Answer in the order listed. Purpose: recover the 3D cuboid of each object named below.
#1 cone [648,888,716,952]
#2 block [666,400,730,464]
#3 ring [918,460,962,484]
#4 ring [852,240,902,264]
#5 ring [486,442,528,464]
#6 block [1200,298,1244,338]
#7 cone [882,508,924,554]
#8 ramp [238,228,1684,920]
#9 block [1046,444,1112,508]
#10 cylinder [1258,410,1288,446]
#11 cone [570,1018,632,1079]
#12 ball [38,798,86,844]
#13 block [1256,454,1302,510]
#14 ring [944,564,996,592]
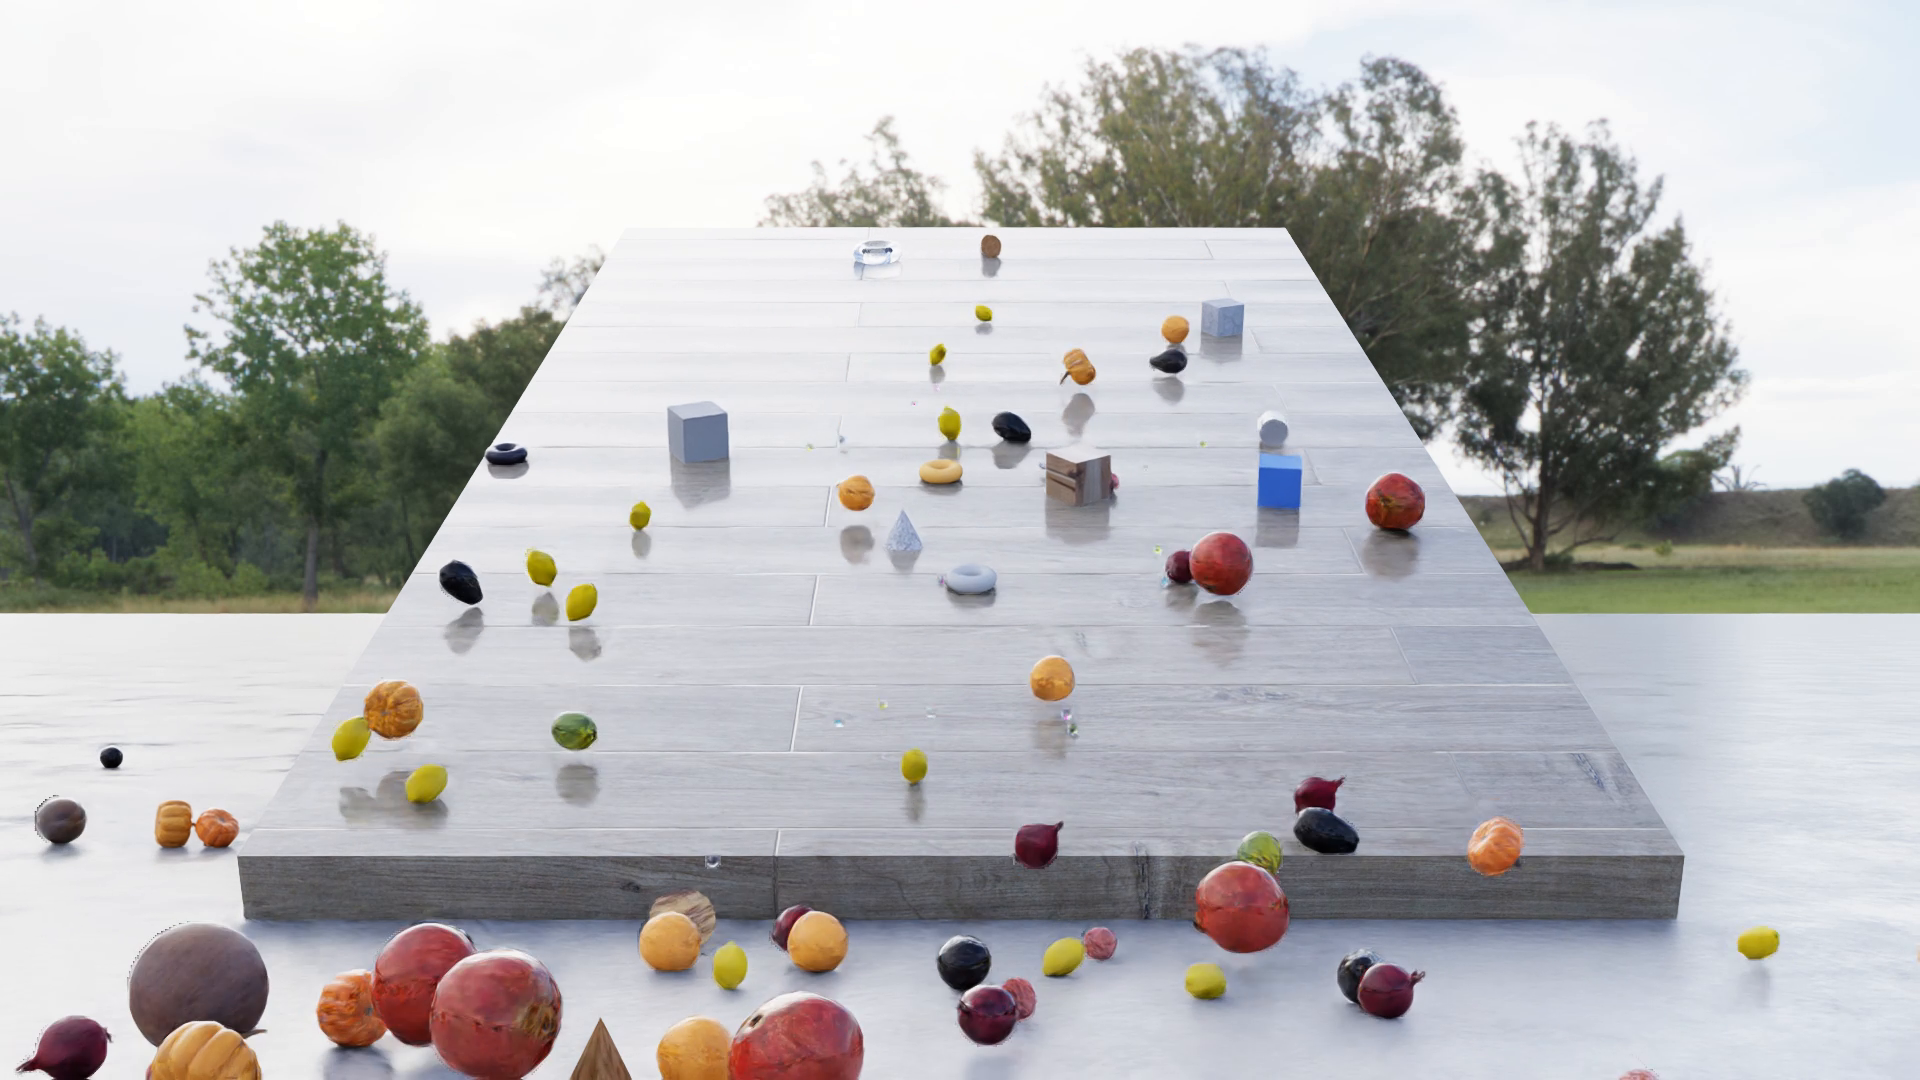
[{"bbox_3d":[-0.359,0.504,2.925,0.085,0.085,0.085,0,-29,-9],"label":"cone"},{"bbox_3d":[-0.553,-0.227,4.788,0.100,0.100,0.100,-10,22,-25],"label":"block"},{"bbox_3d":[-0.039,-0.140,4.655,0.092,0.031,0.092,-1,21,0],"label":"ring"},{"bbox_3d":[-0.235,-0.821,6.477,0.143,0.048,0.143,-1,21,0],"label":"ring"},{"bbox_3d":[-0.951,-0.181,4.763,0.088,0.029,0.088,-1,21,0],"label":"ring"},{"bbox_3d":[0.663,-0.562,5.735,0.077,0.077,0.077,-10,22,-25],"label":"block"},{"bbox_3d":[-0.108,-0.025,4.272,0.078,0.078,0.078,0,20,0],"label":"cone"},{"bbox_3d":[-0.005,-0.209,5.029,2.000,0.100,4.000,0,20,0],"label":"ramp"},{"bbox_3d":[0.236,-0.130,4.540,0.091,0.091,0.091,-15,25,-35],"label":"block"},{"bbox_3d":[0.673,-0.240,4.886,0.060,0.060,0.060,0,20,3],"label":"cylinder"},{"bbox_3d":[-0.322,0.462,2.035,0.068,0.068,0.068,0,-2,0],"label":"cone"},{"bbox_3d":[-1.655,0.517,4.184,0.086,0.086,0.086,0,-2,0],"label":"ball"},{"bbox_3d":[0.636,-0.116,4.514,0.084,0.084,0.084,3,20,7],"label":"block"},{"bbox_3d":[0.019,0.069,4.087,0.093,0.031,0.093,-1,21,0],"label":"ring"}]
